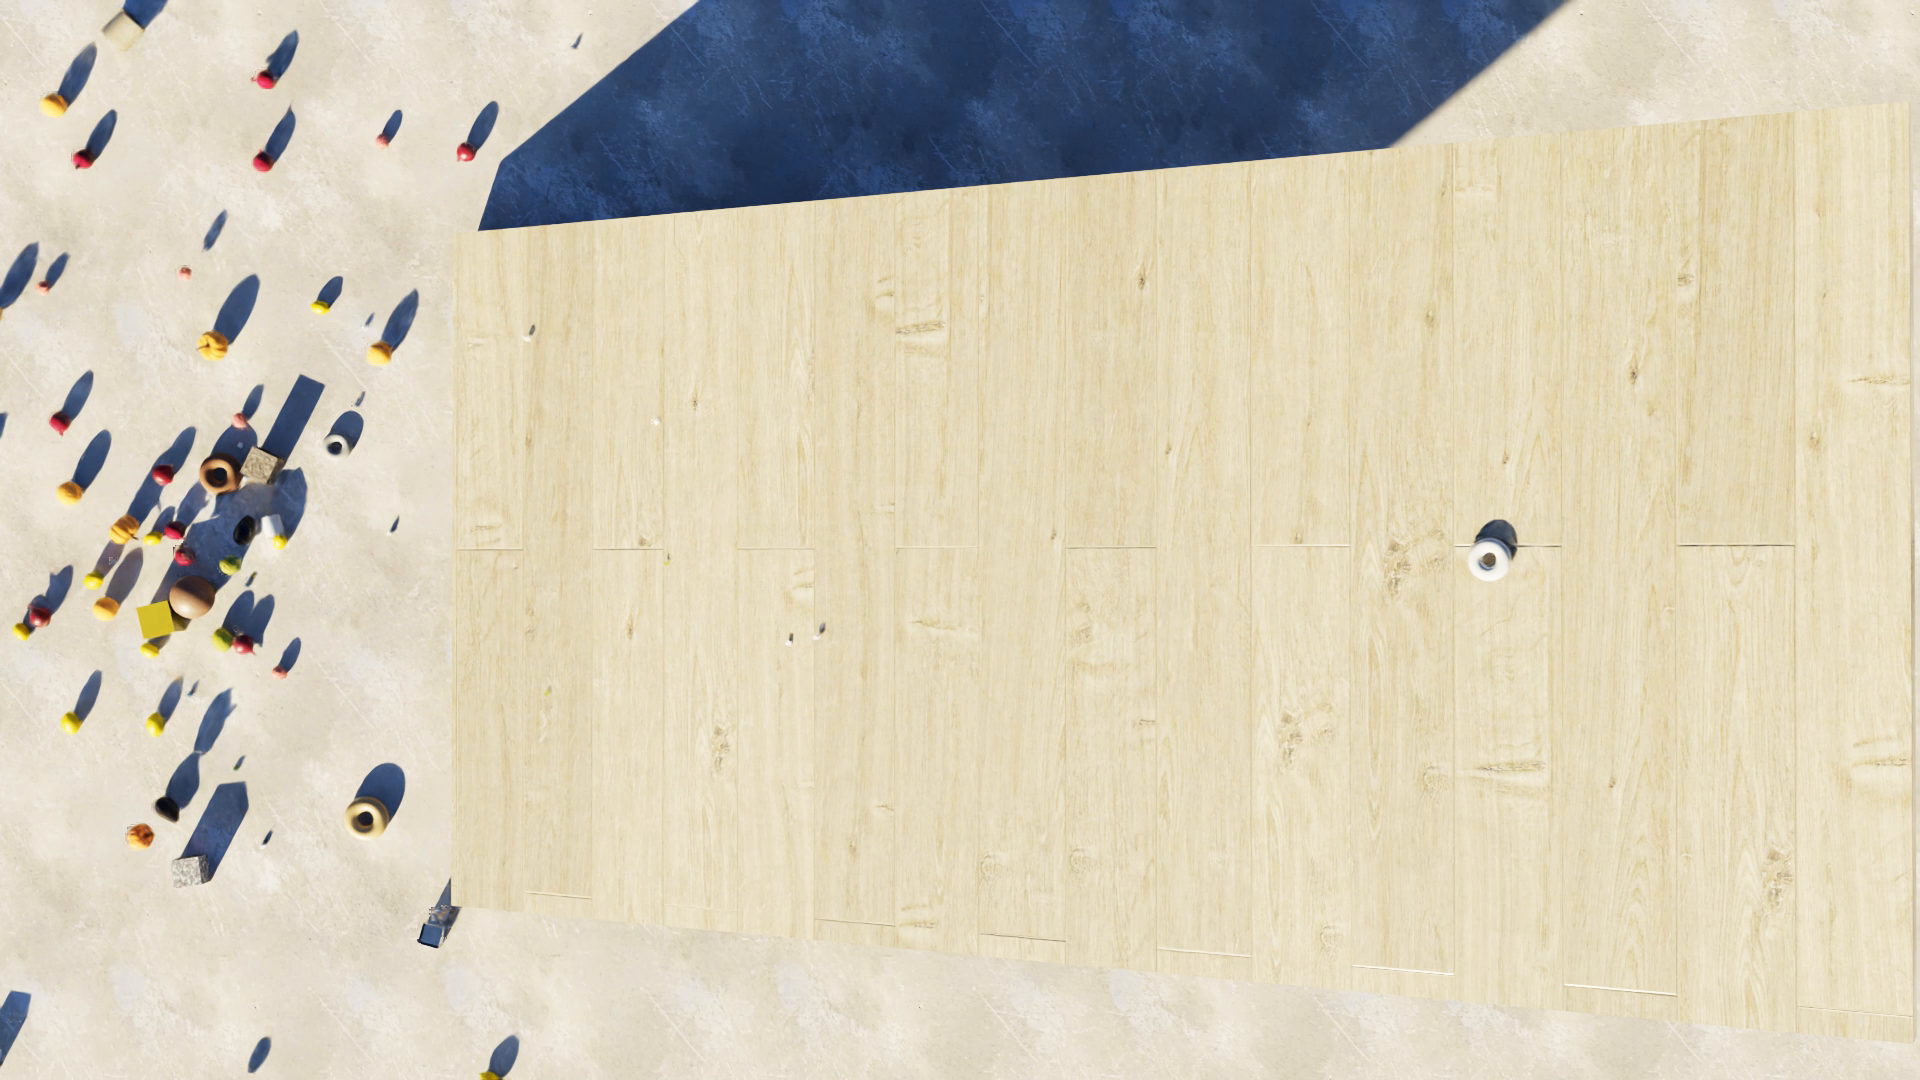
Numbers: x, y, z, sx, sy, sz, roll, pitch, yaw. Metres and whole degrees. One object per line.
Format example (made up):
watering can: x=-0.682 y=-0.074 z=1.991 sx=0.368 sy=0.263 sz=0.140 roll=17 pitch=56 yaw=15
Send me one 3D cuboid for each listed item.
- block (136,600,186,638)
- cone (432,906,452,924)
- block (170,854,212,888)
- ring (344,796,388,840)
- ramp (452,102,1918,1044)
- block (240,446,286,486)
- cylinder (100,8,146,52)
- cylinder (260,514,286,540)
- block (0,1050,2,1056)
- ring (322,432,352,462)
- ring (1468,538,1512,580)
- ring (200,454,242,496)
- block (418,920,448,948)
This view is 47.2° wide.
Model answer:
block: x=-2.392 y=0.237 z=6.586 sx=0.096 sy=0.096 sz=0.096 roll=-14 pitch=89 yaw=0
cone: x=-1.551 y=1.119 z=6.613 sx=0.053 sy=0.053 sz=0.053 roll=-38 pitch=89 yaw=-27
block: x=-2.303 y=0.991 z=6.585 sx=0.083 sy=0.083 sz=0.083 roll=-8 pitch=89 yaw=0
ring: x=-1.783 y=0.837 z=6.606 sx=0.135 sy=0.045 sz=0.135 roll=0 pitch=91 yaw=0
ramp: x=0.276 y=0.077 z=5.650 sx=4.000 sy=0.100 sz=2.000 roll=0 pitch=89 yaw=28
block: x=-2.090 y=-0.222 z=6.596 sx=0.086 sy=0.086 sz=0.086 roll=25 pitch=89 yaw=0
cylinder: x=-2.513 y=-1.530 z=6.605 sx=0.093 sy=0.093 sz=0.093 roll=-44 pitch=90 yaw=-1
cylinder: x=-2.066 y=-0.040 z=6.608 sx=0.059 sy=0.059 sz=0.059 roll=-20 pitch=87 yaw=0
block: x=-2.922 y=1.564 z=6.588 sx=0.065 sy=0.065 sz=0.065 roll=9 pitch=89 yaw=0
ring: x=-1.876 y=-0.282 z=6.624 sx=0.092 sy=0.031 sz=0.092 roll=0 pitch=88 yaw=0
ring: x=1.222 y=0.044 z=5.071 sx=0.100 sy=0.033 sz=0.100 roll=-1 pitch=88 yaw=29
ring: x=-2.225 y=-0.198 z=6.618 sx=0.128 sy=0.043 sz=0.128 roll=0 pitch=90 yaw=-1
block: x=-1.580 y=1.182 z=6.593 sx=0.063 sy=0.063 sz=0.063 roll=15 pitch=89 yaw=0
